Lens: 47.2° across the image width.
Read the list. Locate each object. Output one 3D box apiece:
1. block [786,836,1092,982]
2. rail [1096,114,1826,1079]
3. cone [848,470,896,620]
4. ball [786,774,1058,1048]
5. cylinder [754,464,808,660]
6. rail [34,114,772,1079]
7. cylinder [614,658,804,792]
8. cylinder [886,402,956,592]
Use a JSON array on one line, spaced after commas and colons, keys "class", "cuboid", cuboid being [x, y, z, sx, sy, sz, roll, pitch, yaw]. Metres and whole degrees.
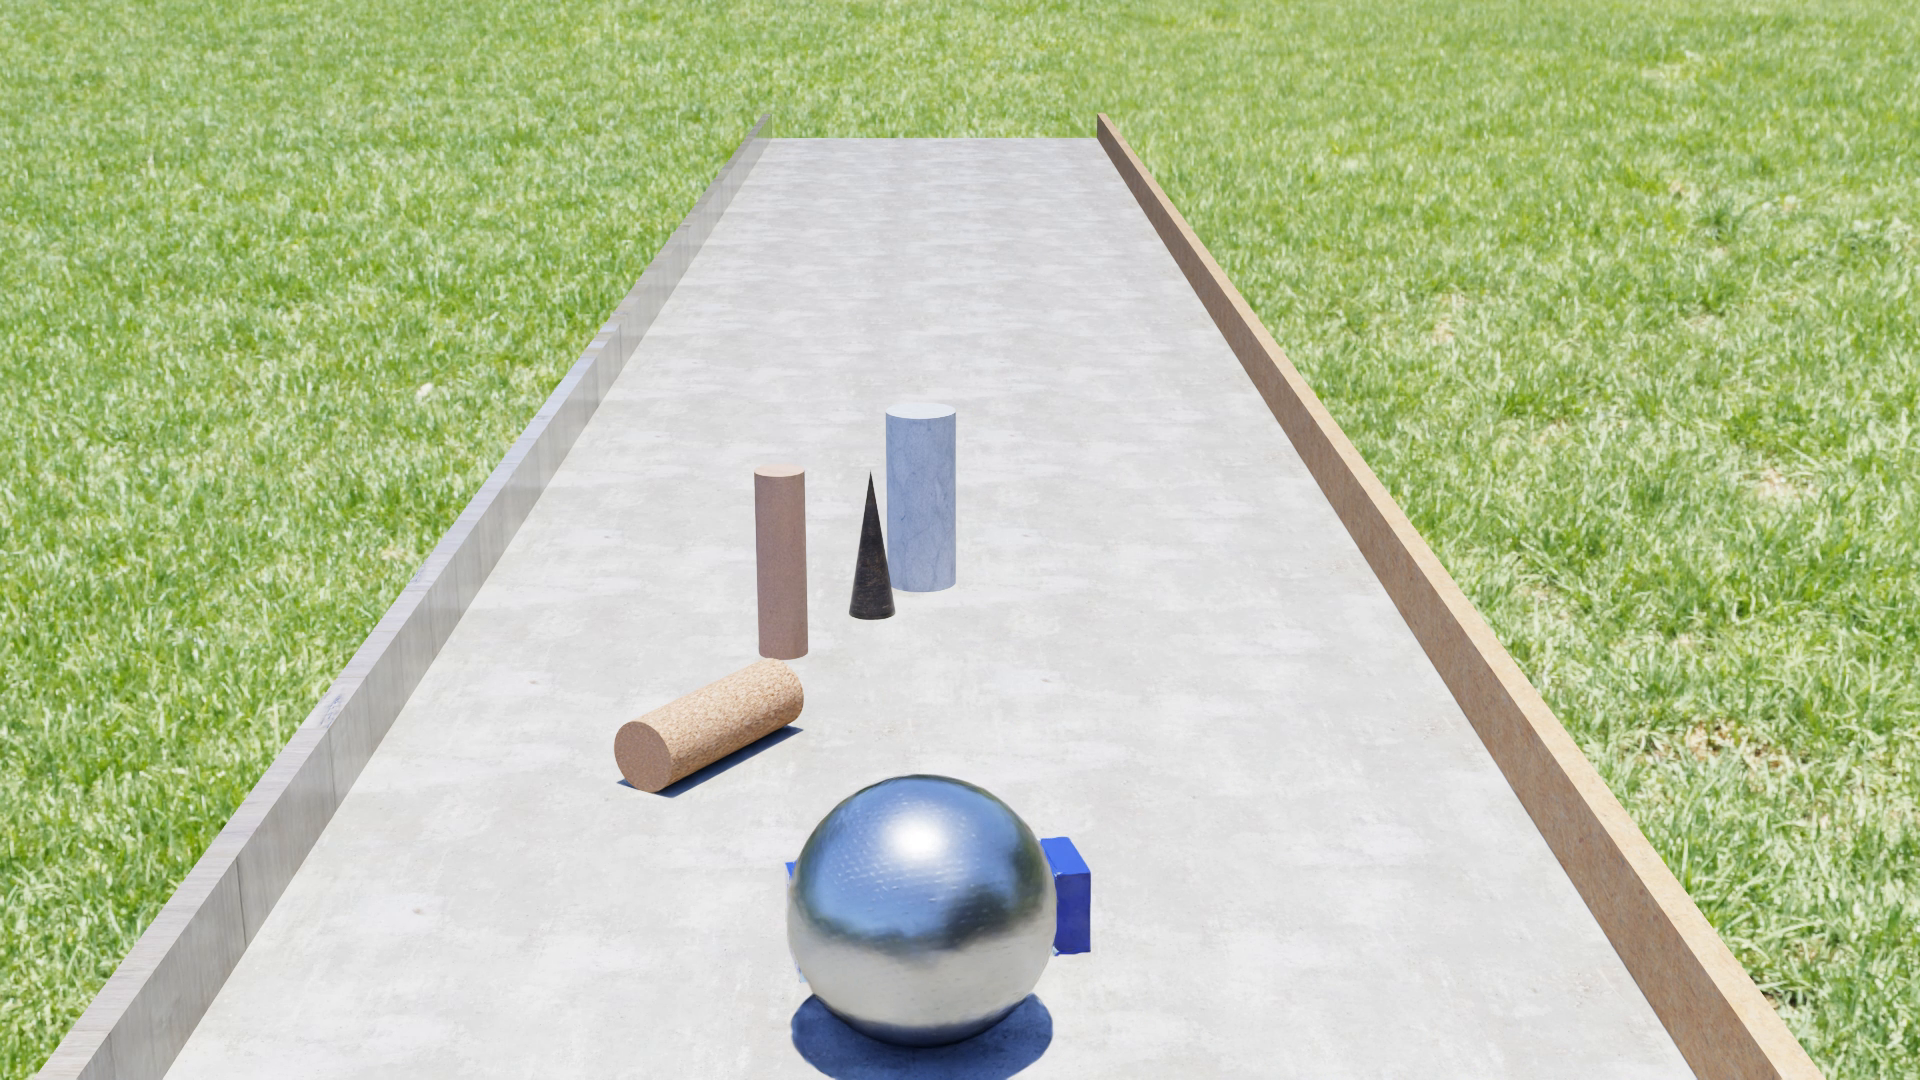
[{"class": "block", "cuboid": [-0.033, 0.535, 3.204, 0.426, 0.128, 0.128, -4, 17, -12]}, {"class": "rail", "cuboid": [0.932, -0.844, 7.801, 0.050, 0.150, 12.000, 0, 17, -1]}, {"class": "cone", "cuboid": [-0.188, 0.003, 4.659, 0.101, 0.318, 0.101, 0, 17, 0]}, {"class": "ball", "cuboid": [-0.050, 0.493, 2.935, 0.361, 0.361, 0.361, 0, 17, 0]}, {"class": "cylinder", "cuboid": [-0.358, 0.044, 4.408, 0.100, 0.381, 0.100, 0, 17, 0]}, {"class": "rail", "cuboid": [-1.118, -0.838, 7.780, 0.050, 0.150, 12.000, 0, 17, -1]}, {"class": "cylinder", "cuboid": [-0.441, 0.325, 3.908, 0.128, 0.128, 0.377, 10, 19, 31]}, {"class": "cylinder", "cuboid": [-0.086, -0.094, 4.855, 0.154, 0.393, 0.154, 0, 17, 0]}]
